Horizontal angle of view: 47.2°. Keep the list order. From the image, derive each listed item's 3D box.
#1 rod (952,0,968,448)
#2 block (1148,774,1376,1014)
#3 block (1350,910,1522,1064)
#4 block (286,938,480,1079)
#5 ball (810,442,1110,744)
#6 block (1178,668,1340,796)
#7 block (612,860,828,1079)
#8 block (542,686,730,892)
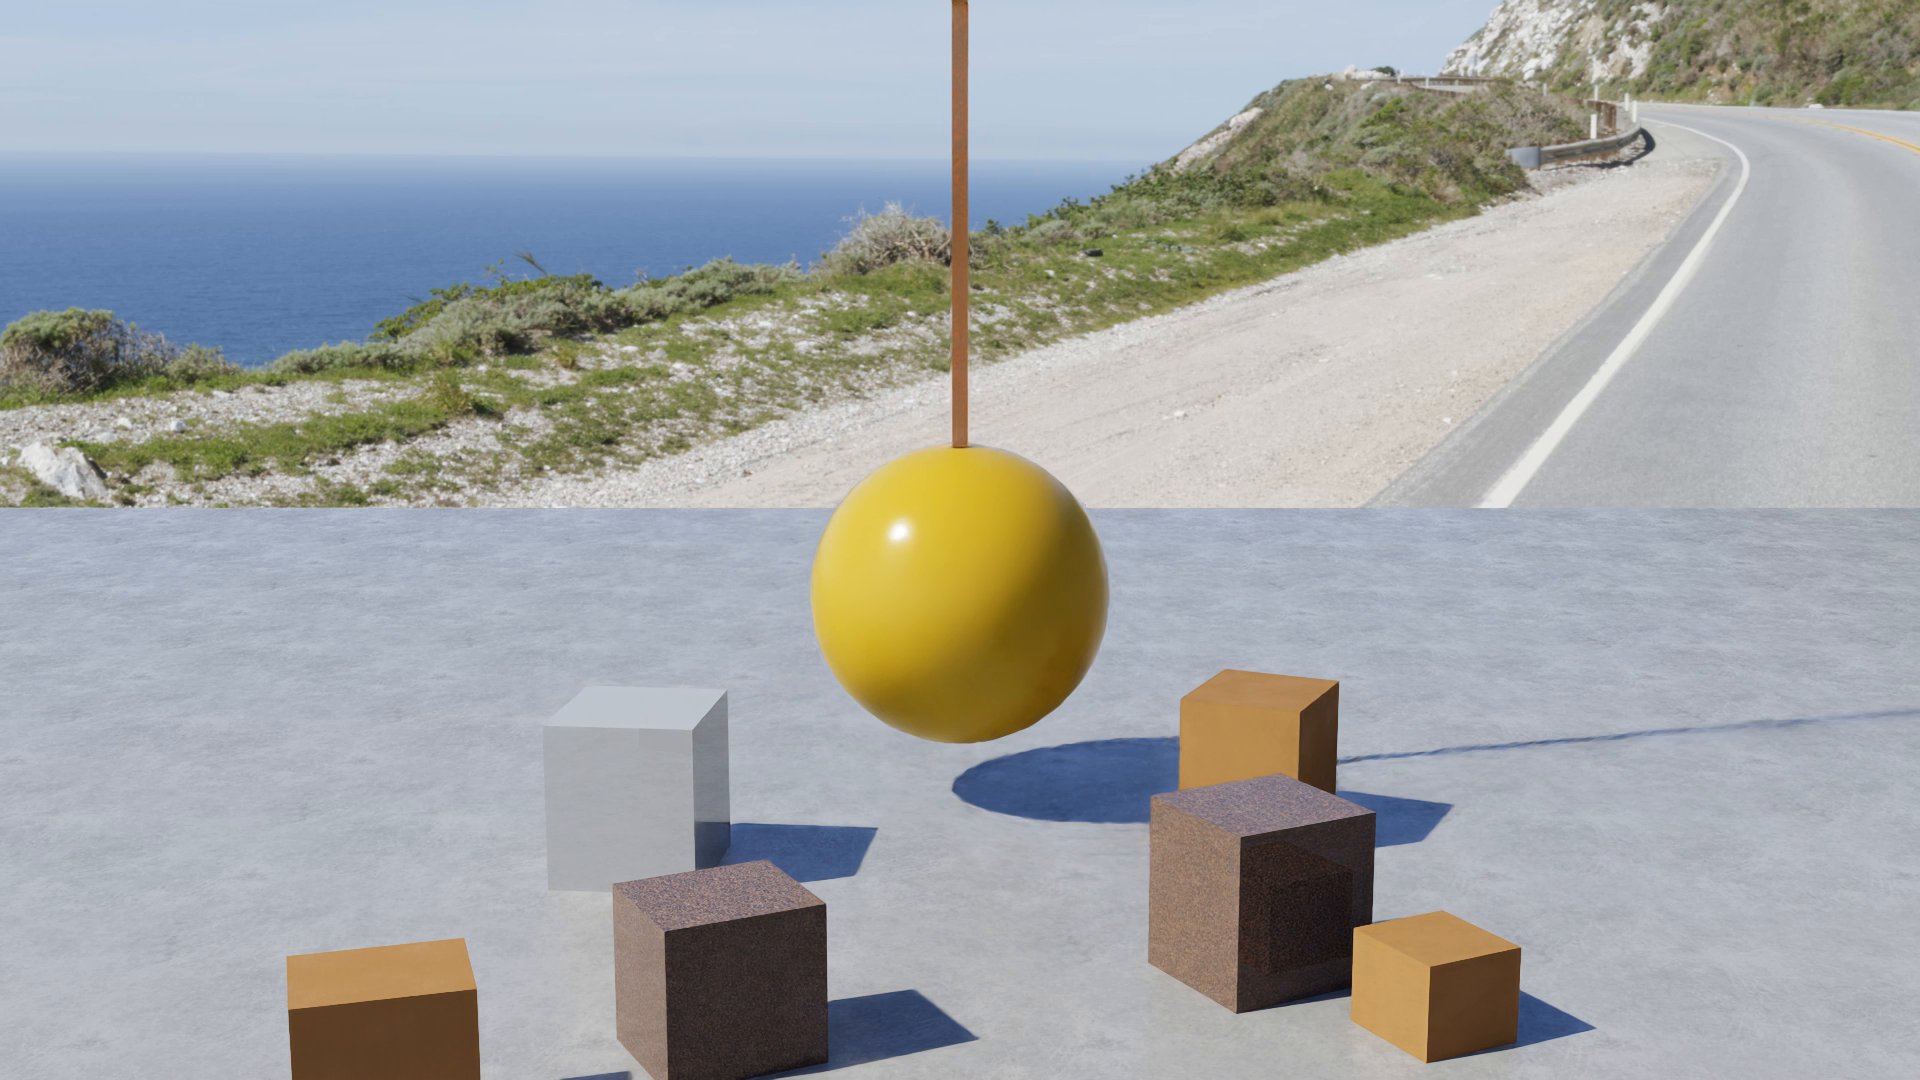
[{"bbox_3d":[0.000,-3.008,10.835,0.080,5.200,0.080,0,15,0],"label":"rod"},{"bbox_3d":[1.272,1.480,9.328,0.691,0.750,0.649,-6,12,-28],"label":"block"},{"bbox_3d":[1.888,1.768,8.744,0.450,0.393,0.475,-5,12,-27],"label":"block"},{"bbox_3d":[-2.047,1.826,7.813,0.626,0.612,0.519,-3,11,-17],"label":"block"},{"bbox_3d":[0.000,0.281,11.697,1.600,1.600,1.600,0,10,0],"label":"ball"},{"bbox_3d":[1.534,1.129,11.272,0.619,0.745,0.703,5,11,25],"label":"block"},{"bbox_3d":[-0.933,1.679,8.537,0.651,0.642,0.594,-5,12,-27],"label":"block"},{"bbox_3d":[-1.557,1.203,10.699,0.714,0.805,0.772,1,10,6],"label":"block"}]
